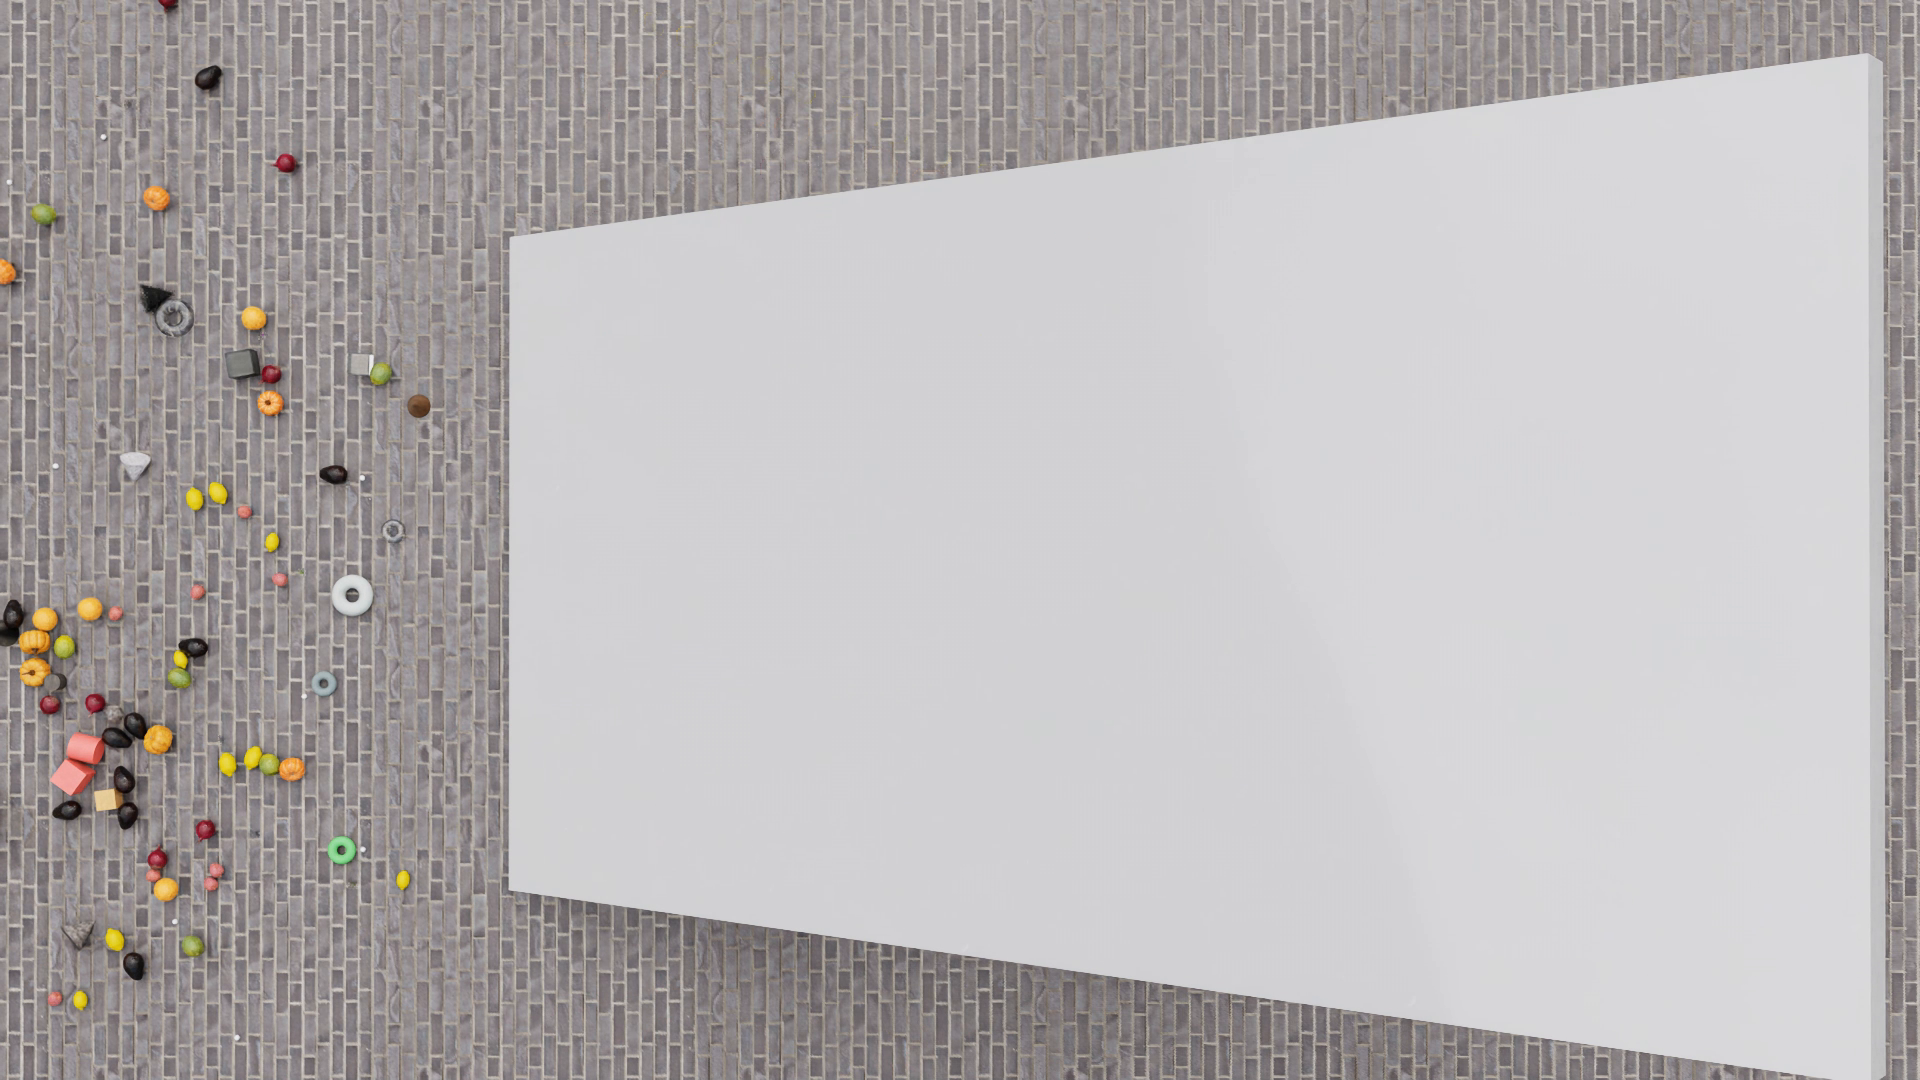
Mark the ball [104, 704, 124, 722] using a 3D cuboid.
[{"bbox_3d":[-2.611,0.535,6.784,0.054,0.054,0.054,0,90,0],"label":"ball"}]

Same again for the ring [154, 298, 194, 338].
[{"bbox_3d":[-2.428,-0.687,6.800,0.123,0.041,0.123,0,89,-1],"label":"ring"}]

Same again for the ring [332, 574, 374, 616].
[{"bbox_3d":[-1.877,0.171,6.792,0.130,0.043,0.130,0,89,1],"label":"ring"}]

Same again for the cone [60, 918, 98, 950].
[{"bbox_3d":[-2.704,1.200,6.785,0.096,0.096,0.096,-39,90,-27],"label":"cone"}]

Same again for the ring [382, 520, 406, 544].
[{"bbox_3d":[-1.753,-0.027,6.803,0.076,0.025,0.076,0,91,1],"label":"ring"}]

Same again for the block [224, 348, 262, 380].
[{"bbox_3d":[-2.211,-0.542,6.780,0.077,0.077,0.077,-11,90,0],"label":"block"}]

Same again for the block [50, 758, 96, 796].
[{"bbox_3d":[-2.730,0.727,6.770,0.080,0.080,0.080,36,90,0],"label":"block"}]

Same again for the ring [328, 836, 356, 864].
[{"bbox_3d":[-1.910,0.959,6.794,0.087,0.029,0.087,0,90,-1],"label":"ring"}]

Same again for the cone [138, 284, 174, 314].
[{"bbox_3d":[-2.477,-0.755,6.799,0.094,0.094,0.094,-16,90,-27],"label":"cone"}]

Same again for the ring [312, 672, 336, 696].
[{"bbox_3d":[-1.966,0.445,6.799,0.080,0.027,0.080,0,91,1],"label":"ring"}]

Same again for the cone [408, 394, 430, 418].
[{"bbox_3d":[-1.677,-0.416,6.781,0.072,0.072,0.072,0,90,0],"label":"cone"}]

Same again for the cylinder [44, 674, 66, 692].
[{"bbox_3d":[-2.792,0.438,6.786,0.052,0.052,0.052,0,90,0],"label":"cylinder"}]

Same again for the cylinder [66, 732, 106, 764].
[{"bbox_3d":[-2.690,0.641,6.770,0.082,0.082,0.082,14,90,0],"label":"cylinder"}]

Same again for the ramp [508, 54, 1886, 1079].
[{"bbox_3d":[0.222,0.063,5.538,4.000,0.100,2.000,0,90,38],"label":"ramp"}]

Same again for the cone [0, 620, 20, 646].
[{"bbox_3d":[-2.956,0.287,6.770,0.085,0.085,0.085,0,90,0],"label":"cone"}]

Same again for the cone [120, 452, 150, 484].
[{"bbox_3d":[-2.552,-0.212,6.796,0.088,0.088,0.088,14,116,0],"label":"cone"}]

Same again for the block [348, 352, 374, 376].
[{"bbox_3d":[-1.849,-0.542,6.787,0.064,0.064,0.064,2,90,0],"label":"block"}]

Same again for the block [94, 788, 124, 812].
[{"bbox_3d":[-2.623,0.798,6.779,0.060,0.060,0.060,-7,90,0],"label":"block"}]
